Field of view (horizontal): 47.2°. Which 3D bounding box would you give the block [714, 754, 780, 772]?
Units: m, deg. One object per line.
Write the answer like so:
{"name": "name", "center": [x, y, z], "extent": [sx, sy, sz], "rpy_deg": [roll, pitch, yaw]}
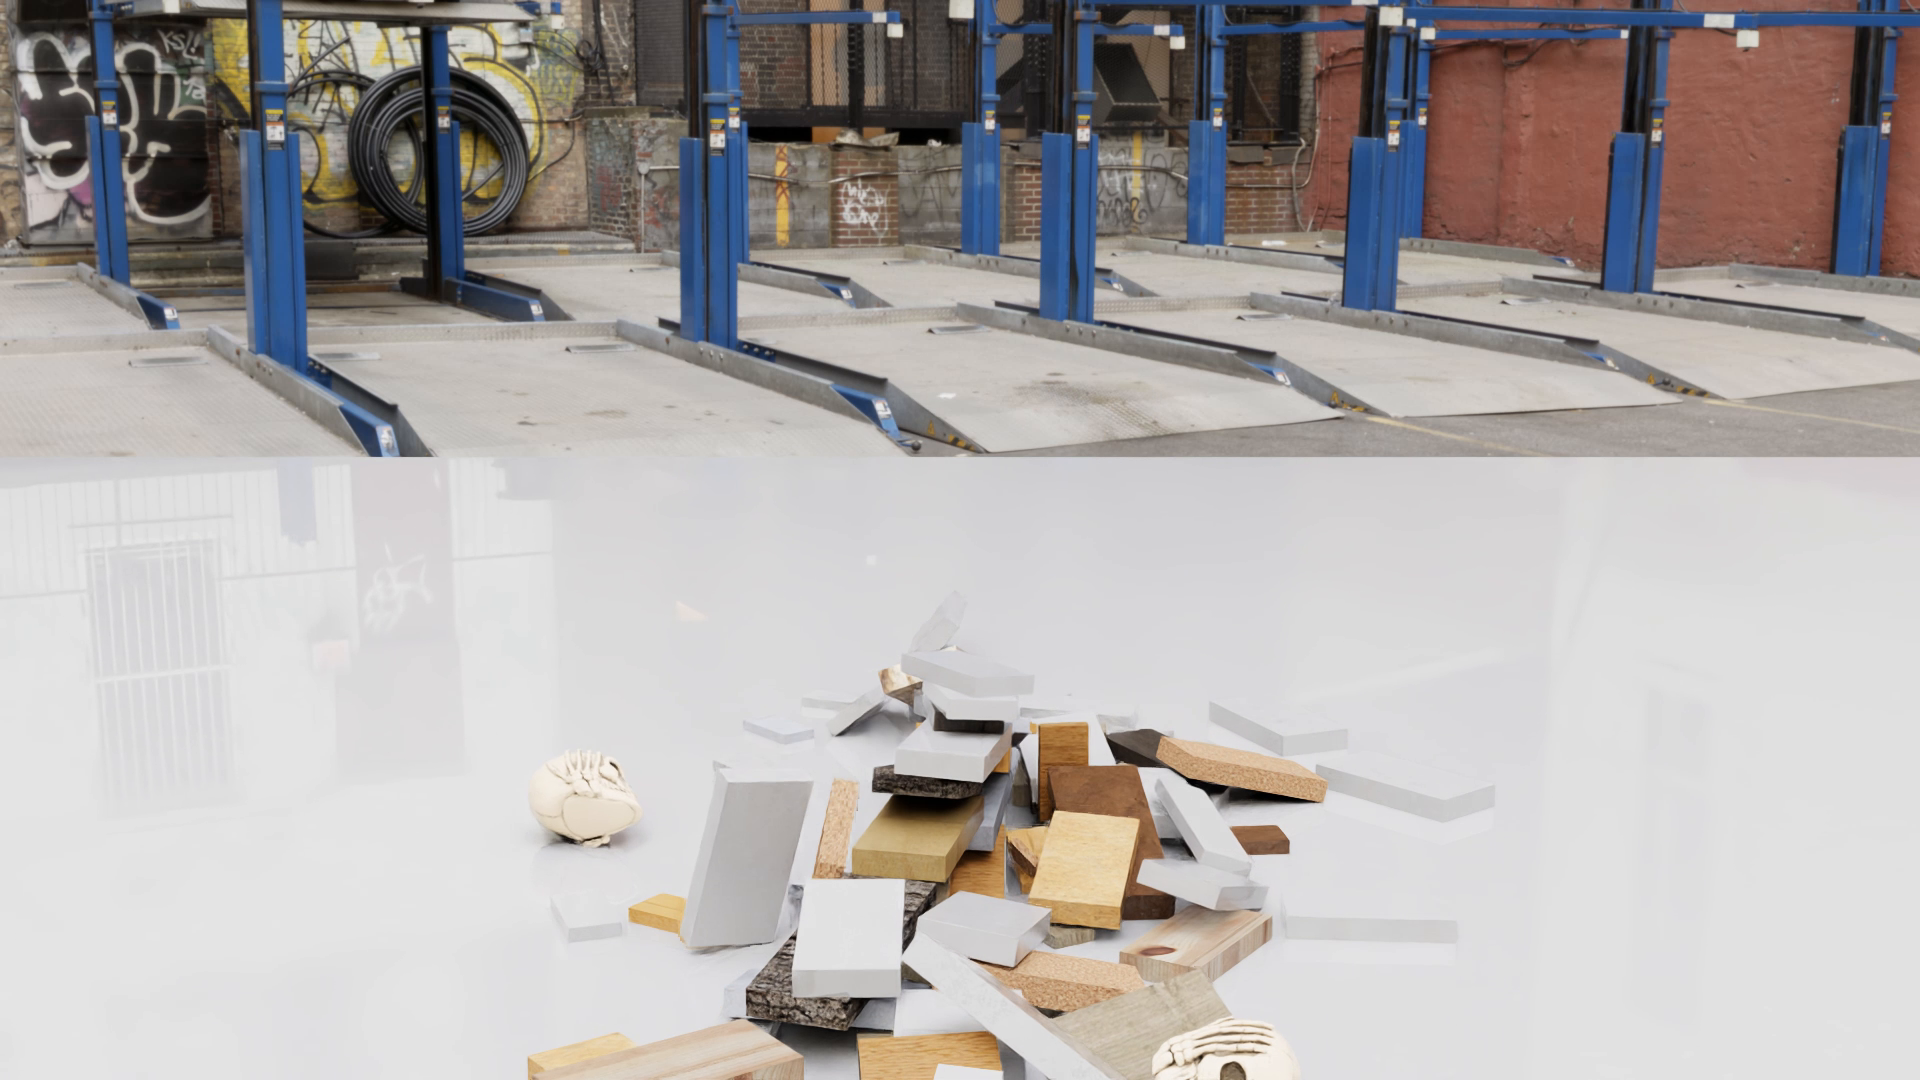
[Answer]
{"name": "block", "center": [-0.411, 0.455, 4.333], "extent": [0.081, 0.023, 0.161], "rpy_deg": [-8, 13, -36]}

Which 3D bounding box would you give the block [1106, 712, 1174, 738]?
{"name": "block", "center": [0.279, 0.407, 4.540], "extent": [0.292, 0.041, 0.146], "rpy_deg": [-4, 11, -19]}

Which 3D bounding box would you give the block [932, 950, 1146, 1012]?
{"name": "block", "center": [0.108, 0.618, 3.105], "extent": [0.297, 0.042, 0.148], "rpy_deg": [10, 3, -4]}

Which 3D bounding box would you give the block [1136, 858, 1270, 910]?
{"name": "block", "center": [0.390, 0.548, 3.504], "extent": [0.132, 0.037, 0.265], "rpy_deg": [17, -1, 25]}

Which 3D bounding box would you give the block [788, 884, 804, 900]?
{"name": "block", "center": [-0.252, 0.578, 3.597], "extent": [0.050, 0.014, 0.101], "rpy_deg": [13, -5, -10]}

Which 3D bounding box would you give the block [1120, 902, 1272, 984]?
{"name": "block", "center": [0.366, 0.623, 3.388], "extent": [0.132, 0.037, 0.265], "rpy_deg": [7, 12, 31]}

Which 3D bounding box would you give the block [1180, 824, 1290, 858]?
{"name": "block", "center": [0.487, 0.534, 3.902], "extent": [0.177, 0.025, 0.089], "rpy_deg": [-1, 11, -6]}

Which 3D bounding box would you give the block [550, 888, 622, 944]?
{"name": "block", "center": [-0.602, 0.603, 3.535], "extent": [0.084, 0.024, 0.167], "rpy_deg": [-4, 11, -20]}

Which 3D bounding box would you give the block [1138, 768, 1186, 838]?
{"name": "block", "center": [0.343, 0.478, 4.020], "extent": [0.146, 0.041, 0.293], "rpy_deg": [1, 11, 3]}

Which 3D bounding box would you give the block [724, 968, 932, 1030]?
{"name": "block", "center": [-0.184, 0.649, 3.108], "extent": [0.273, 0.039, 0.136], "rpy_deg": [3, 1, 10]}

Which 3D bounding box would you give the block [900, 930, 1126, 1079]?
{"name": "block", "center": [0.153, 0.649, 2.658], "extent": [0.555, 0.043, 0.153], "rpy_deg": [30, -7, 43]}

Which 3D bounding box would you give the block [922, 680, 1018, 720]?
{"name": "block", "center": [0.015, 0.253, 3.567], "extent": [0.113, 0.032, 0.225], "rpy_deg": [2, 7, -11]}

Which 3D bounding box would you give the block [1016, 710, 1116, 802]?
{"name": "block", "center": [0.197, 0.406, 4.157], "extent": [0.161, 0.046, 0.321], "rpy_deg": [-8, 14, -2]}

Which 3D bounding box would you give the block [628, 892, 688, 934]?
{"name": "block", "center": [-0.440, 0.604, 3.526], "extent": [0.167, 0.024, 0.084], "rpy_deg": [7, 12, 32]}

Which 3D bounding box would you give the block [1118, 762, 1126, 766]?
{"name": "block", "center": [0.364, 0.446, 4.396], "extent": [0.063, 0.018, 0.127], "rpy_deg": [4, 11, 22]}

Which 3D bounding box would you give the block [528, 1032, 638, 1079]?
{"name": "block", "center": [-0.440, 0.719, 2.867], "extent": [0.136, 0.039, 0.273], "rpy_deg": [-8, 13, -36]}

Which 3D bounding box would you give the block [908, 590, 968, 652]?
{"name": "block", "center": [-0.057, 0.219, 5.268], "extent": [0.043, 0.153, 0.307], "rpy_deg": [40, 11, -4]}

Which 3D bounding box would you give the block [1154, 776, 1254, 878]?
{"name": "block", "center": [0.416, 0.491, 3.787], "extent": [0.089, 0.025, 0.347], "rpy_deg": [17, 11, -12]}

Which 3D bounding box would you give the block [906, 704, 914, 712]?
{"name": "block", "center": [-0.044, 0.356, 4.869], "extent": [0.152, 0.022, 0.076], "rpy_deg": [-2, 11, -9]}

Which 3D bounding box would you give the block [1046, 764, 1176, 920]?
{"name": "block", "center": [0.251, 0.509, 3.746], "extent": [0.161, 0.046, 0.452], "rpy_deg": [-1, 22, -4]}

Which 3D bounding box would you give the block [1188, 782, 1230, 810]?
{"name": "block", "center": [0.433, 0.499, 4.095], "extent": [0.081, 0.023, 0.252], "rpy_deg": [4, 11, 20]}

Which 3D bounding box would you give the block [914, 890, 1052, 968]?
{"name": "block", "center": [0.037, 0.560, 3.182], "extent": [0.144, 0.041, 0.288], "rpy_deg": [10, 0, 12]}

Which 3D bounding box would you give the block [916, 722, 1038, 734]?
{"name": "block", "center": [0.029, 0.349, 4.069], "extent": [0.063, 0.018, 0.258], "rpy_deg": [14, -14, -42]}

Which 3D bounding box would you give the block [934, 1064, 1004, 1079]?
{"name": "block", "center": [-0.002, 0.671, 2.550], "extent": [0.079, 0.022, 0.158], "rpy_deg": [5, 26, 10]}

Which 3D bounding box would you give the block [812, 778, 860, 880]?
{"name": "block", "center": [-0.207, 0.512, 3.500], "extent": [0.042, 0.149, 0.297], "rpy_deg": [12, 19, -3]}

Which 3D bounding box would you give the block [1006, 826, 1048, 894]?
{"name": "block", "center": [0.127, 0.542, 3.729], "extent": [0.074, 0.021, 0.148], "rpy_deg": [-7, 30, -7]}

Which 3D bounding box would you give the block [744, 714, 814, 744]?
{"name": "block", "center": [-0.382, 0.399, 4.638], "extent": [0.076, 0.022, 0.152], "rpy_deg": [-8, 13, -38]}

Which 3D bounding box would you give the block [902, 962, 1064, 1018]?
{"name": "block", "center": [-0.004, 0.629, 3.158], "extent": [0.318, 0.022, 0.079], "rpy_deg": [11, 4, 26]}

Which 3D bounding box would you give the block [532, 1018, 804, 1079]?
{"name": "block", "center": [-0.370, 0.690, 2.801], "extent": [0.307, 0.043, 0.153], "rpy_deg": [-7, 13, -35]}

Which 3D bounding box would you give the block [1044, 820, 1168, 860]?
{"name": "block", "center": [0.252, 0.531, 3.841], "extent": [0.221, 0.021, 0.074], "rpy_deg": [16, 6, 41]}

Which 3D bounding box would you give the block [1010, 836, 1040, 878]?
{"name": "block", "center": [0.122, 0.542, 3.649], "extent": [0.014, 0.050, 0.101], "rpy_deg": [-33, 55, -20]}

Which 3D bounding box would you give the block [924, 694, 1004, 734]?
{"name": "block", "center": [0.005, 0.278, 3.622], "extent": [0.112, 0.032, 0.225], "rpy_deg": [3, 7, -6]}

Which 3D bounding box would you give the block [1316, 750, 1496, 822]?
{"name": "block", "center": [0.848, 0.468, 4.205], "extent": [0.153, 0.043, 0.307], "rpy_deg": [-9, 14, -39]}

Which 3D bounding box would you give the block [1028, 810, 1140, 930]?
{"name": "block", "center": [0.204, 0.532, 3.568], "extent": [0.144, 0.041, 0.288], "rpy_deg": [5, 22, 9]}
